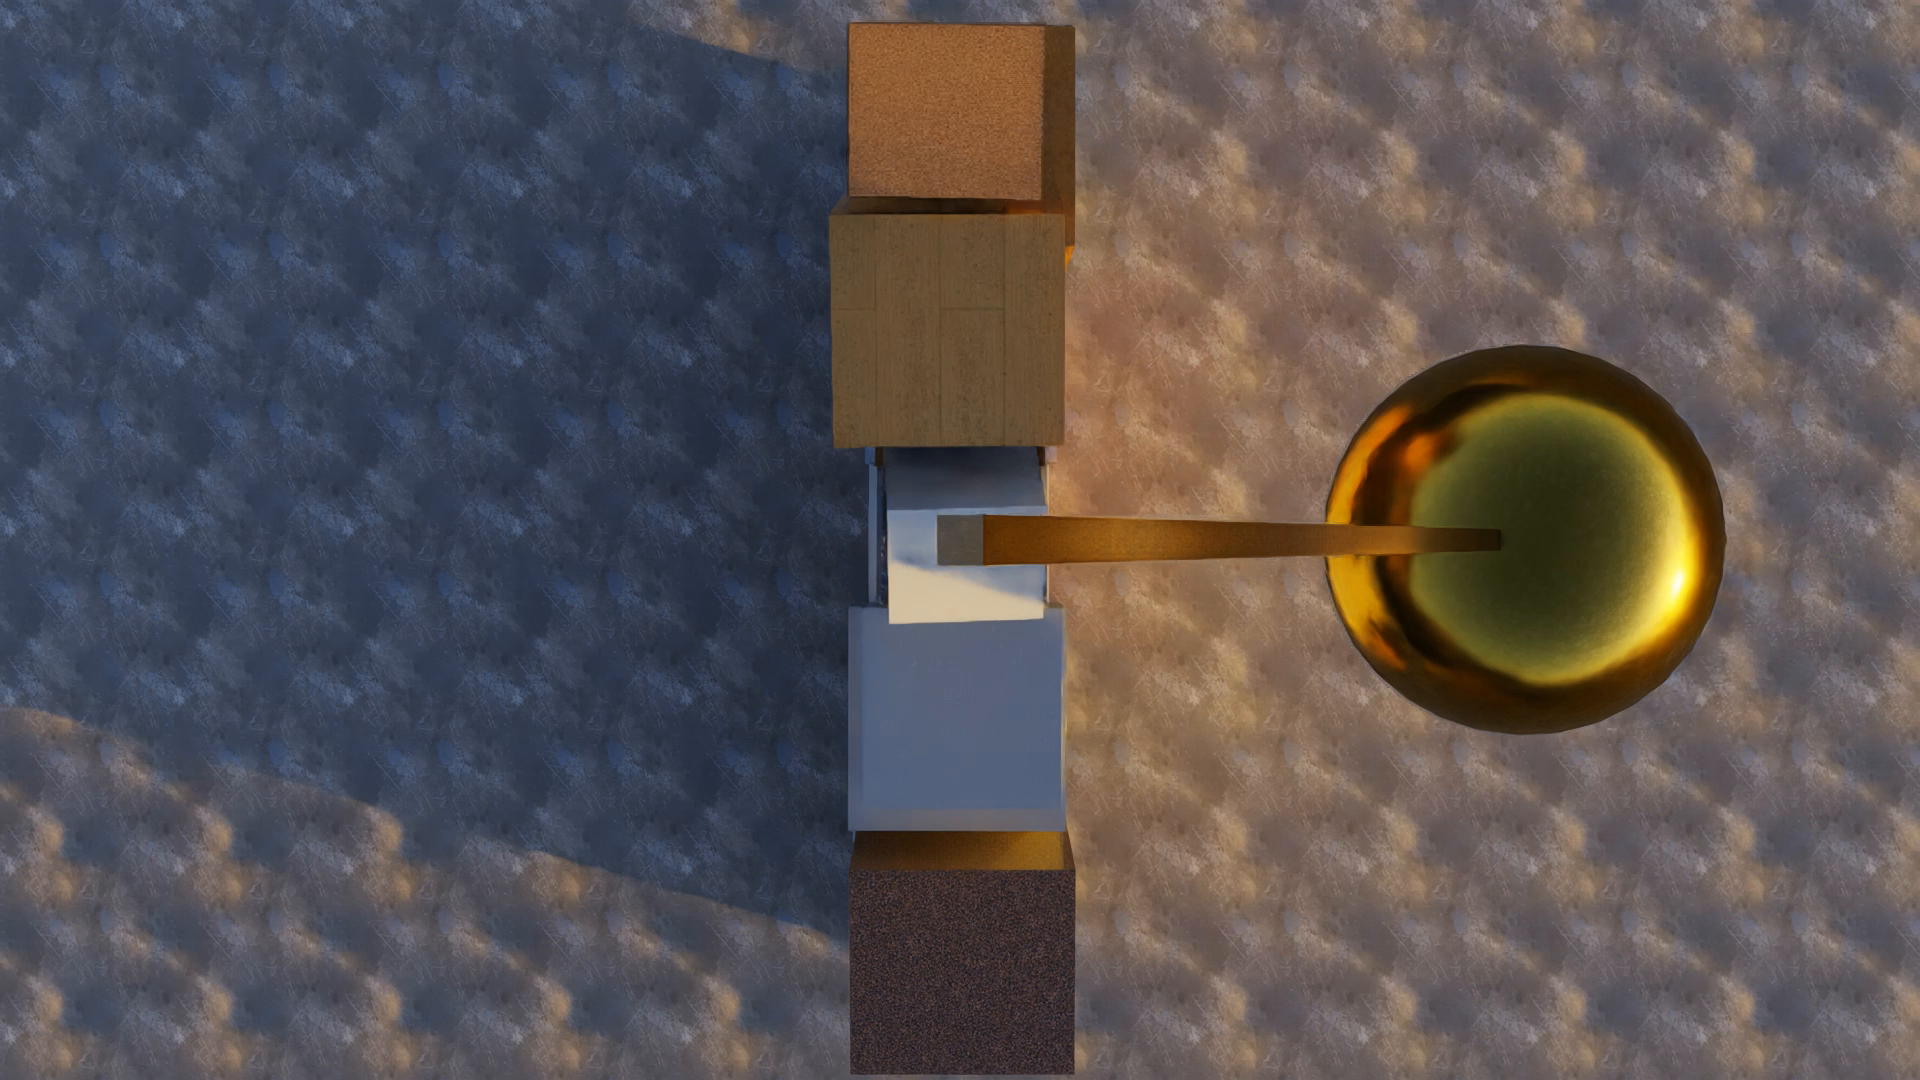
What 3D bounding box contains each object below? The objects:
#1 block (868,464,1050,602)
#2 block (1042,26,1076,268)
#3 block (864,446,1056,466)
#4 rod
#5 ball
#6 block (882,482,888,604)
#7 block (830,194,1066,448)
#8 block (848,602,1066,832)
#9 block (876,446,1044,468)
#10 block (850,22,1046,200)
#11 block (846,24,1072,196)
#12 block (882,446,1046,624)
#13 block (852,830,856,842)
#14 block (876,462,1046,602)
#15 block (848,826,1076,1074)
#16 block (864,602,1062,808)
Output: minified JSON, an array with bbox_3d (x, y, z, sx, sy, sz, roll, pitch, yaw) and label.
[{"bbox_3d":[-0.007,-0.026,11.519,0.913,0.880,0.916,0,90,0],"label":"block"},{"bbox_3d":[0.012,-1.819,10.402,1.016,0.974,0.991,0,90,0],"label":"block"},{"bbox_3d":[0.001,-0.831,10.594,0.887,0.903,0.924,0,91,0],"label":"block"},{"bbox_3d":[0.994,0.000,5.868,0.080,5.200,0.080,0,90,22],"label":"rod"},{"bbox_3d":[2.295,0.000,9.010,1.600,1.600,1.600,0,90,0],"label":"ball"},{"bbox_3d":[0.001,-0.022,9.971,0.691,0.597,0.610,0,90,0],"label":"block"},{"bbox_3d":[-0.042,-0.909,8.955,0.909,0.823,0.911,0,104,1],"label":"block"},{"bbox_3d":[-0.013,0.826,10.595,1.005,0.889,1.035,0,90,0],"label":"block"},{"bbox_3d":[-0.001,-0.703,9.806,0.729,0.678,0.746,0,91,0],"label":"block"},{"bbox_3d":[-0.040,-1.703,8.663,0.731,0.752,0.641,1,104,2],"label":"block"},{"bbox_3d":[-0.003,-2.081,11.438,1.121,1.098,0.941,0,90,0],"label":"block"},{"bbox_3d":[0.008,-0.069,9.242,0.642,0.614,0.567,-2,125,-3],"label":"block"},{"bbox_3d":[-0.009,0.977,11.499,1.063,0.920,1.078,0,90,0],"label":"block"},{"bbox_3d":[0.007,-0.029,10.674,0.796,0.809,0.674,0,90,0],"label":"block"},{"bbox_3d":[0.011,1.917,10.560,1.030,1.040,0.965,0,97,0],"label":"block"},{"bbox_3d":[0.011,0.705,9.690,0.834,0.922,0.842,0,90,0],"label":"block"}]
